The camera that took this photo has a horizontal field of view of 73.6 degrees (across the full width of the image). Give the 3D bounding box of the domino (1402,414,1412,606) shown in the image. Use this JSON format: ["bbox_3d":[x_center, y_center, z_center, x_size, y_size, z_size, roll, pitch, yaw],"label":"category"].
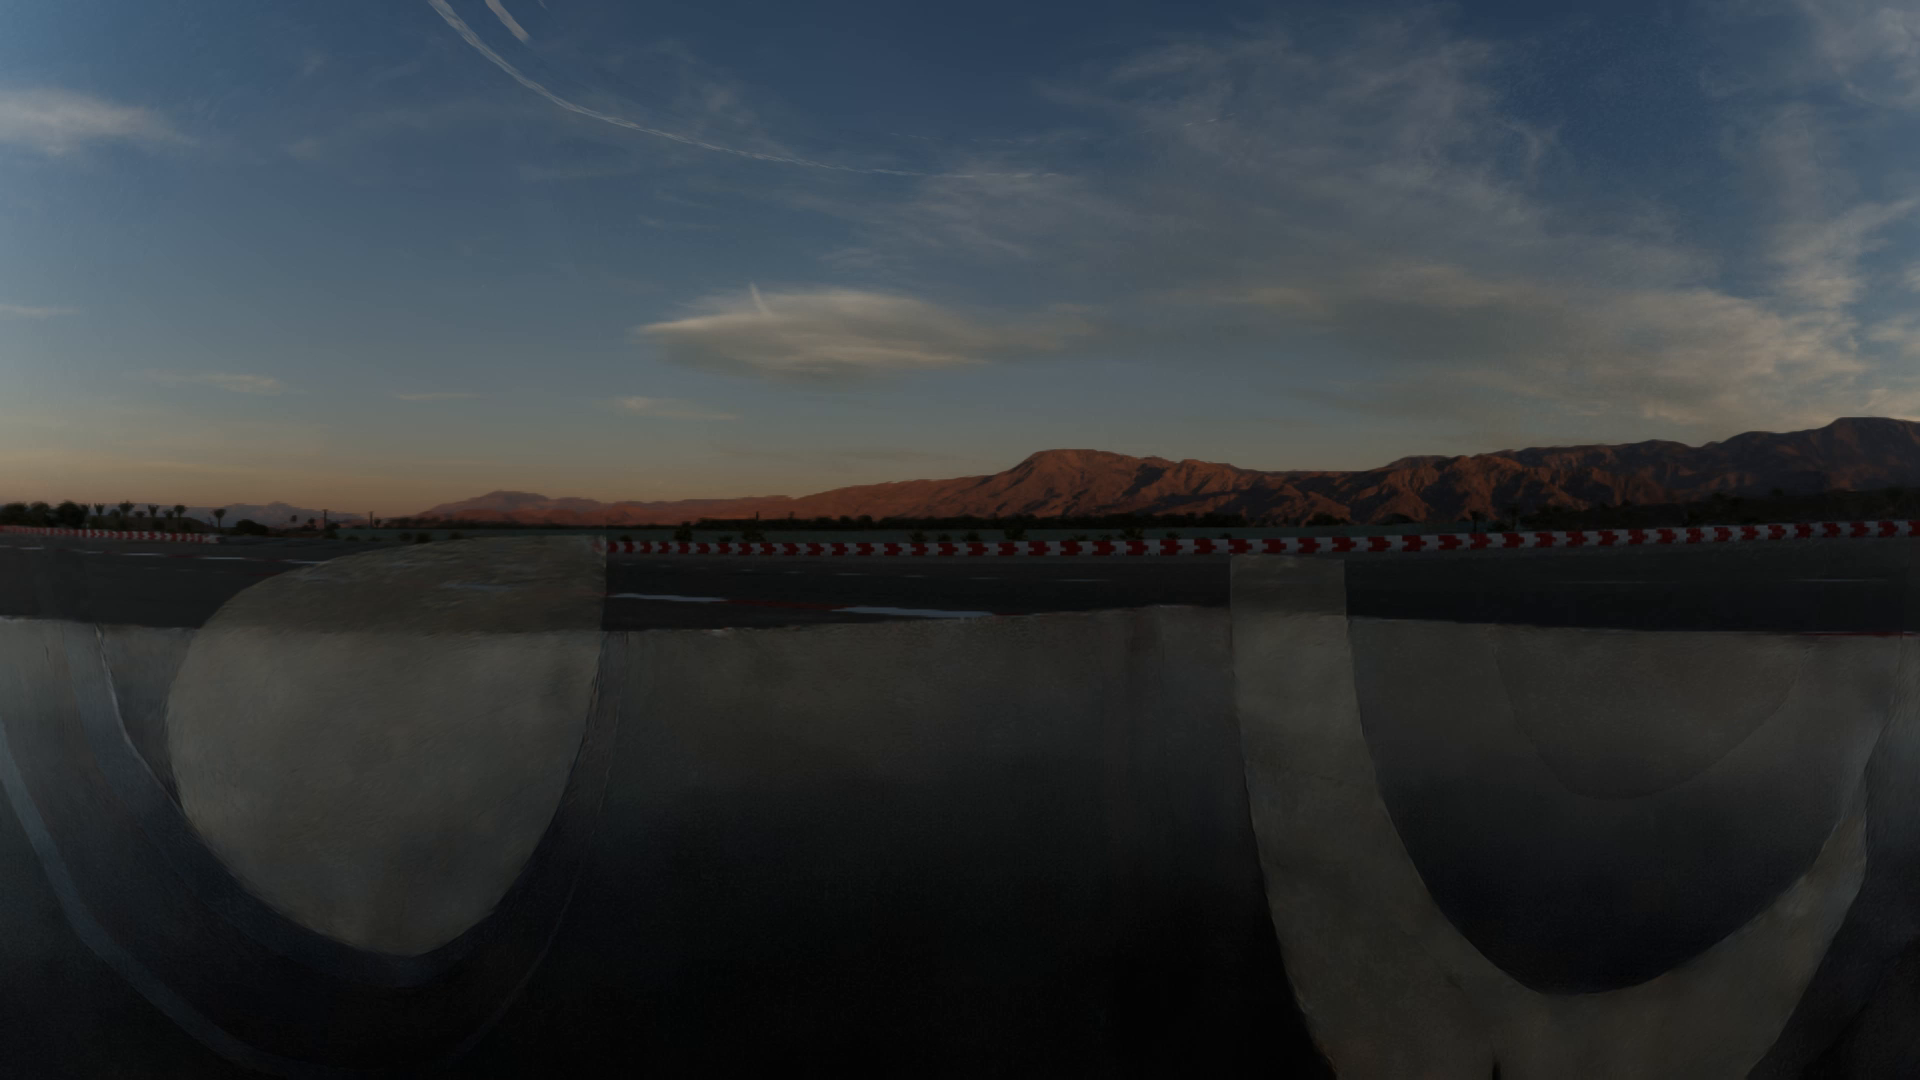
[{"bbox_3d":[0.107,-0.007,0.333,0.010,0.050,0.025,3,6,39],"label":"domino"}]

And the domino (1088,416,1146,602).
[{"bbox_3d":[0.044,-0.009,0.358,0.009,0.050,0.025,-1,4,-9],"label":"domino"}]

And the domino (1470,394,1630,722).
[{"bbox_3d":[0.095,0.002,0.208,0.009,0.050,0.025,-1,4,-10],"label":"domino"}]

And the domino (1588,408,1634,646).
[{"bbox_3d":[0.150,-0.003,0.278,0.025,0.050,0.009,-2,5,-21],"label":"domino"}]

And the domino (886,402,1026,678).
[{"bbox_3d":[-0.001,0.000,0.236,0.025,0.050,0.010,0,4,-1],"label":"domino"}]

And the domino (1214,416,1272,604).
[{"bbox_3d":[0.078,-0.009,0.351,0.010,0.050,0.025,2,5,25],"label":"domino"}]

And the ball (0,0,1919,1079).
[{"bbox_3d":[0.002,-0.001,0.052,0.080,0.080,0.080,0,4,0],"label":"ball"}]

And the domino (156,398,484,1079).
[{"bbox_3d":[-0.044,0.012,0.095,0.010,0.025,0.050,-2,34,-13],"label":"domino"}]

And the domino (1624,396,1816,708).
[{"bbox_3d":[0.129,0.001,0.219,0.010,0.050,0.025,-2,5,-28],"label":"domino"}]

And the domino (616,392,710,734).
[{"bbox_3d":[-0.045,0.003,0.199,0.010,0.050,0.025,0,4,-4],"label":"domino"}]

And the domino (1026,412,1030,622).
[{"bbox_3d":[0.004,-0.005,0.306,0.025,0.050,0.009,1,4,11],"label":"domino"}]

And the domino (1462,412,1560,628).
[{"bbox_3d":[0.132,-0.006,0.308,0.025,0.050,0.009,-3,6,-39],"label":"domino"}]

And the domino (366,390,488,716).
[{"bbox_3d":[-0.081,0.003,0.196,0.009,0.050,0.025,-1,4,-7],"label":"domino"}]

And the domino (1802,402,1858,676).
[{"bbox_3d":[0.153,-0.001,0.243,0.025,0.050,0.010,2,5,21],"label":"domino"}]

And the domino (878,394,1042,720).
[{"bbox_3d":[0.000,0.002,0.201,0.025,0.050,0.010,0,4,0],"label":"domino"}]

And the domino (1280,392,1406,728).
[{"bbox_3d":[0.060,0.002,0.204,0.010,0.050,0.025,0,4,-6],"label":"domino"}]

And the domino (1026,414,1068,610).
[{"bbox_3d":[0.015,-0.008,0.339,0.025,0.050,0.010,3,5,32],"label":"domino"}]

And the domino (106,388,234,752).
[{"bbox_3d":[-0.115,0.003,0.188,0.009,0.050,0.025,-2,5,-20],"label":"domino"}]
